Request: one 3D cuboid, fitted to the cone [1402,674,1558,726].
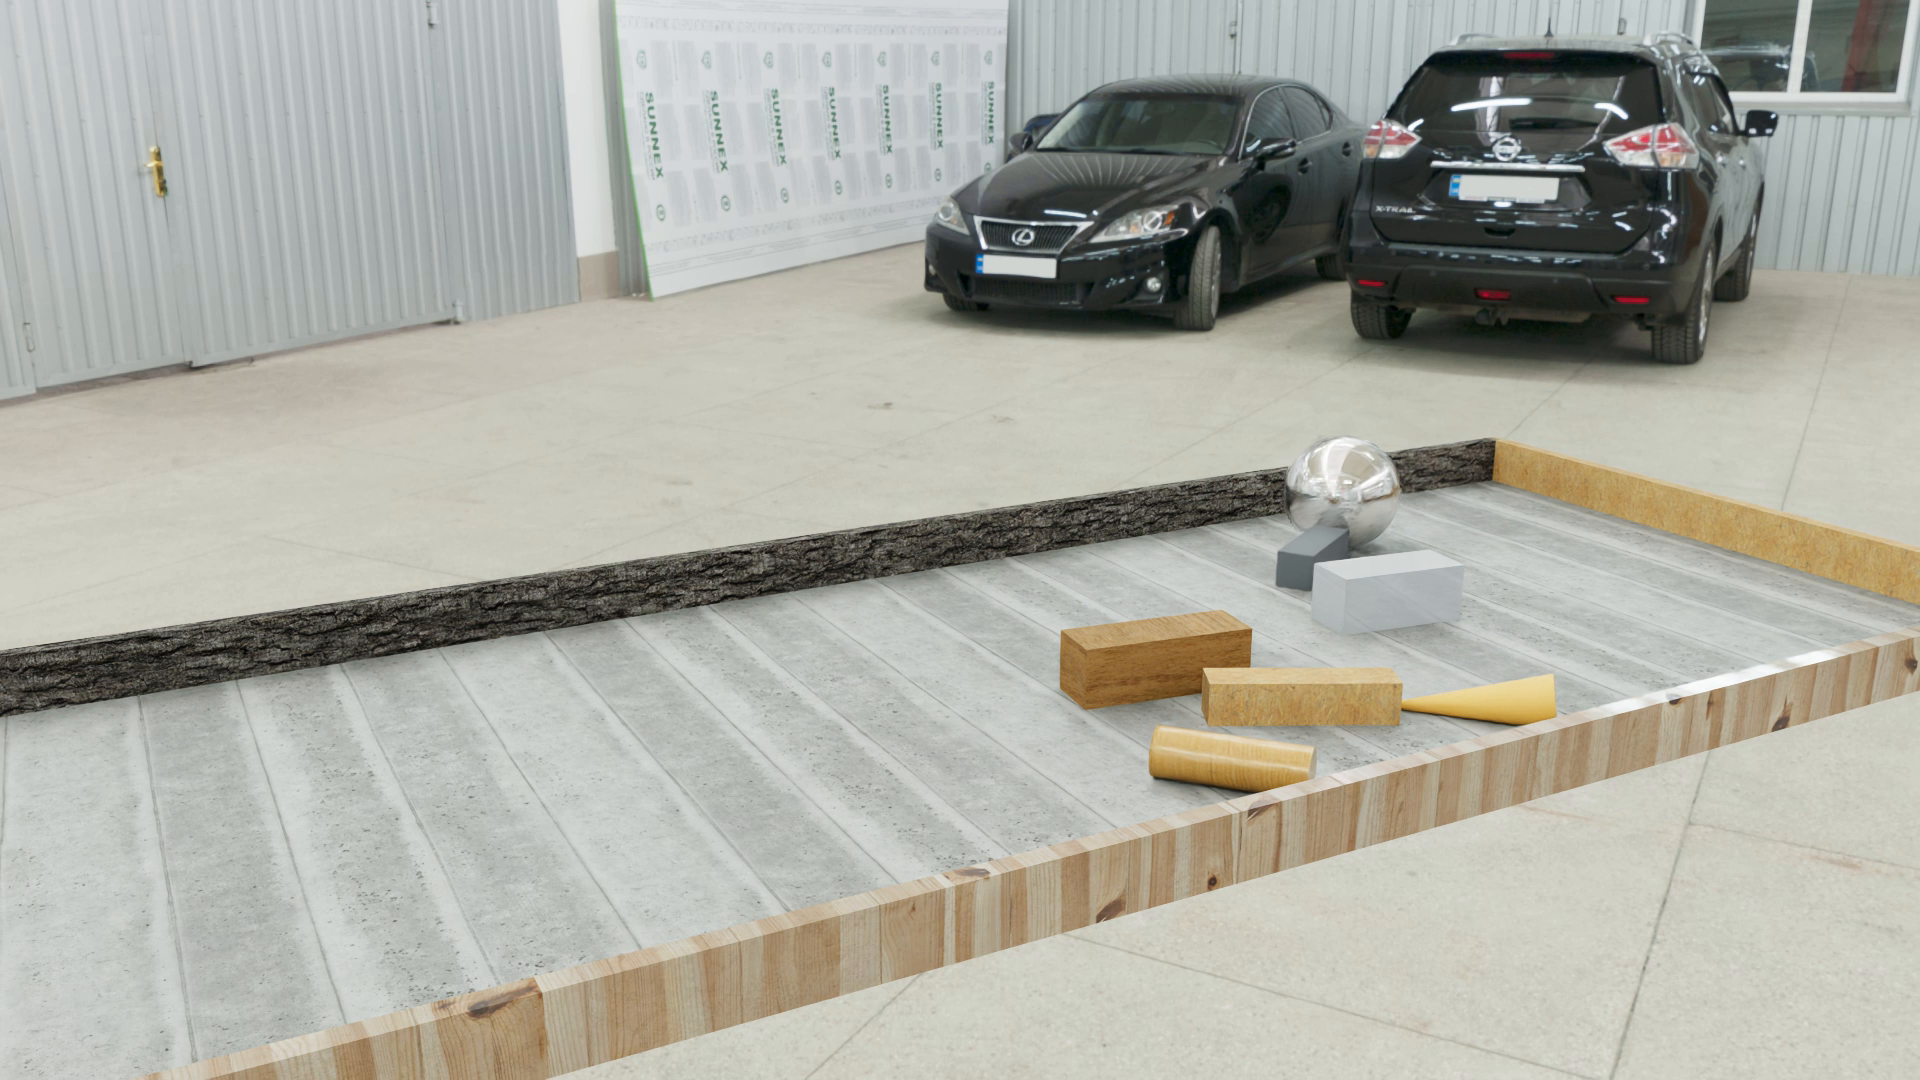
[{"bbox_3d":[1.192,0.388,3.917,0.420,0.132,0.132,-4,14,21],"label":"cone"}]

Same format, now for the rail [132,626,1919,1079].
[{"bbox_3d":[-2.336,1.006,1.665,12.000,0.150,0.050,-9,18,-27],"label":"rail"}]

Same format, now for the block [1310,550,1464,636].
[{"bbox_3d":[1.188,0.143,4.586,0.380,0.159,0.159,-6,17,-20],"label":"block"}]

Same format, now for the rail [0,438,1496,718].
[{"bbox_3d":[-3.305,0.497,3.399,12.000,0.150,0.050,-9,18,-27],"label":"rail"}]

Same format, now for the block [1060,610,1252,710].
[{"bbox_3d":[0.485,0.293,4.086,0.448,0.153,0.153,-6,17,-19],"label":"block"}]

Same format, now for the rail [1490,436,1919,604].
[{"bbox_3d":[2.466,-0.048,5.253,0.050,0.150,2.100,-9,18,-27],"label":"rail"}]

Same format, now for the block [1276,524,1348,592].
[{"bbox_3d":[1.066,0.053,4.982,0.109,0.109,0.330,10,19,29],"label":"block"}]

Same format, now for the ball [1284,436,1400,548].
[{"bbox_3d":[1.212,-0.152,5.232,0.360,0.360,0.360,0,16,0],"label":"ball"}]

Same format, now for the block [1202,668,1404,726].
[{"bbox_3d":[0.807,0.371,3.906,0.451,0.105,0.105,0,16,0],"label":"block"}]

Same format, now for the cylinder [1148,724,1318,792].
[{"bbox_3d":[0.584,0.475,3.536,0.340,0.114,0.114,6,17,20],"label":"cylinder"}]
